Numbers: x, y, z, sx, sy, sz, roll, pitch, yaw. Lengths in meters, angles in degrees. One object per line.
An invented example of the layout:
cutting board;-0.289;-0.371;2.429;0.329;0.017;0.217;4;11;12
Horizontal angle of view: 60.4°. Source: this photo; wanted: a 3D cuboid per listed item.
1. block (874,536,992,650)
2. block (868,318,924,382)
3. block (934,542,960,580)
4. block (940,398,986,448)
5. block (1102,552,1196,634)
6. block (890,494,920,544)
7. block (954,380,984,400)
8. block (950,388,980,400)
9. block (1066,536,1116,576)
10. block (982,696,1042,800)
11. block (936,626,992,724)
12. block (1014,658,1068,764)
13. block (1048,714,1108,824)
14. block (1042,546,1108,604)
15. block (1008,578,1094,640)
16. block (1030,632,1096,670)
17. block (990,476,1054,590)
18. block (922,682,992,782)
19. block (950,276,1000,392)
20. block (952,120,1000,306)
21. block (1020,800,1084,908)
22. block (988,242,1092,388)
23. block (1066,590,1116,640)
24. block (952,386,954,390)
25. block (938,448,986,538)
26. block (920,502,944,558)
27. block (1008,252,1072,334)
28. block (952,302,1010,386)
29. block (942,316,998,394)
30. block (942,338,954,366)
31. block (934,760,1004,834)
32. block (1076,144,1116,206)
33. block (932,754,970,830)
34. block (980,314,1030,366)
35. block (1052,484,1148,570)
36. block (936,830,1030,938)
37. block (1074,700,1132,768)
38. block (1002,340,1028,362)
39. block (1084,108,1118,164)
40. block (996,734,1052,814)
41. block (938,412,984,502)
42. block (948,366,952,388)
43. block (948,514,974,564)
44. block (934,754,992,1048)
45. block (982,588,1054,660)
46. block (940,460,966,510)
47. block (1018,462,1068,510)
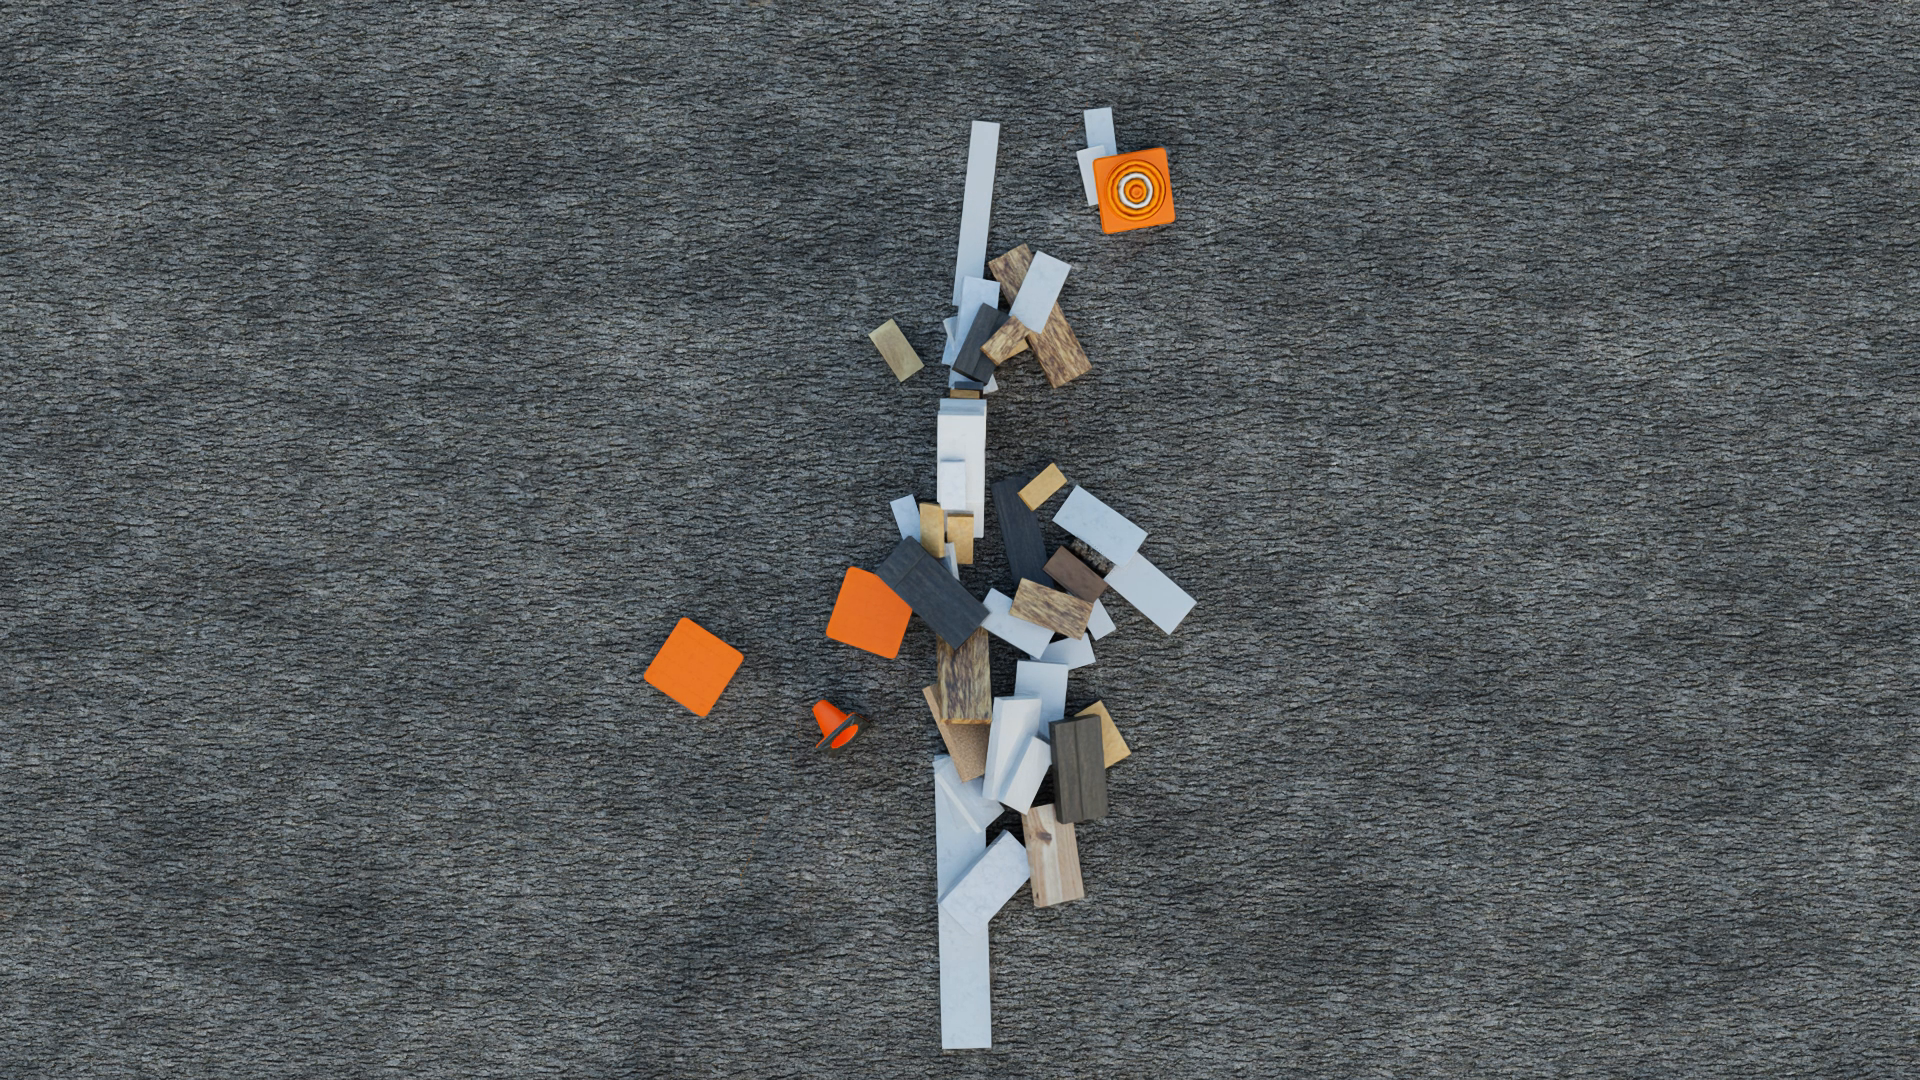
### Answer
block;-0.088;0.172;5.400;0.373;0.048;0.168;43;95;10
block;-0.211;-0.630;5.486;0.096;0.027;0.192;-34;90;0
block;-0.046;0.095;5.452;0.024;0.086;0.172;-14;98;-44
block;0.009;-0.324;5.394;0.148;0.042;0.297;1;127;0
block;0.629;0.168;5.480;0.285;0.040;0.143;40;90;0
block;-0.169;-0.063;5.489;0.080;0.023;0.160;-19;90;0
block;0.027;-0.463;5.408;0.094;0.188;0.027;3;68;0
block;0.008;-0.436;5.405;0.094;0.188;0.027;4;68;-3
block;0.434;0.055;5.460;0.157;0.078;0.022;36;67;0
block;0.170;0.676;5.376;0.165;0.047;0.329;2;98;-39
block;0.012;0.436;5.395;0.165;0.047;0.329;3;65;-11
block;0.259;0.568;5.458;0.168;0.048;0.336;5;96;0
block;0.390;0.752;5.421;0.168;0.048;0.336;-8;98;-21
block;0.380;0.122;5.457;0.204;0.029;0.102;39;85;-4
block;0.299;0.228;5.415;0.253;0.036;0.126;20;83;-1
block;0.338;0.385;5.486;0.204;0.029;0.102;-17;90;0
block;0.218;0.038;5.482;0.126;0.036;0.490;-14;90;0
block;0.018;0.612;5.407;0.165;0.047;0.329;-17;79;-35
block;0.050;-0.676;5.409;0.123;0.035;0.370;9;78;-15
block;0.053;-1.082;5.487;0.091;0.026;0.615;6;90;0
block;0.305;1.032;5.448;0.162;0.046;0.325;-8;90;-22
block;0.265;-0.743;5.480;0.143;0.040;0.471;-28;90;0
block;0.420;0.205;5.489;0.078;0.022;0.254;-31;90;0
block;0.003;-0.522;5.461;0.059;0.017;0.117;5;75;0
block;0.005;-0.155;5.423;0.148;0.042;0.297;1;113;0
block;-0.092;-0.033;5.430;0.086;0.024;0.172;10;107;43
block;0.261;-0.816;5.442;0.123;0.035;0.246;24;90;0
block;0.079;-0.637;5.374;0.123;0.035;0.246;26;75;-10
block;0.035;-0.612;5.459;0.096;0.027;0.273;-18;86;-27
block;-0.020;-0.636;5.474;0.058;0.017;0.117;13;72;0
block;0.031;0.823;5.372;0.118;0.033;0.236;-36;90;-37
block;0.451;-1.209;5.469;0.091;0.026;0.182;-14;101;1
block;0.004;0.821;5.437;0.118;0.033;0.236;-20;90;0
block;0.148;-0.651;5.366;0.080;0.023;0.160;45;72;-5
block;0.464;-0.041;5.457;0.285;0.040;0.143;35;89;9
block;0.095;1.129;5.432;0.325;0.046;0.162;-45;100;-11
block;0.473;0.645;5.486;0.102;0.029;0.204;-30;90;0
block;0.122;-0.636;5.457;0.192;0.027;0.096;-29;90;-19
block;0.468;-1.341;5.487;0.091;0.026;0.182;-7;90;0
block;0.218;0.765;5.379;0.118;0.033;0.236;33;78;-37
block;0.002;-0.268;5.331;0.148;0.042;0.297;1;113;0
block;-0.003;-0.563;5.492;0.059;0.017;0.117;6;90;0
block;0.001;-0.003;5.451;0.086;0.024;0.172;1;116;0
block;0.009;1.195;5.477;0.162;0.046;0.970;-2;90;0
block;0.181;0.276;5.439;0.253;0.036;0.126;30;84;0
block;-0.022;-0.179;5.333;0.080;0.023;0.160;-1;113;1
block;0.273;-0.176;5.465;0.157;0.022;0.078;-41;97;-15
